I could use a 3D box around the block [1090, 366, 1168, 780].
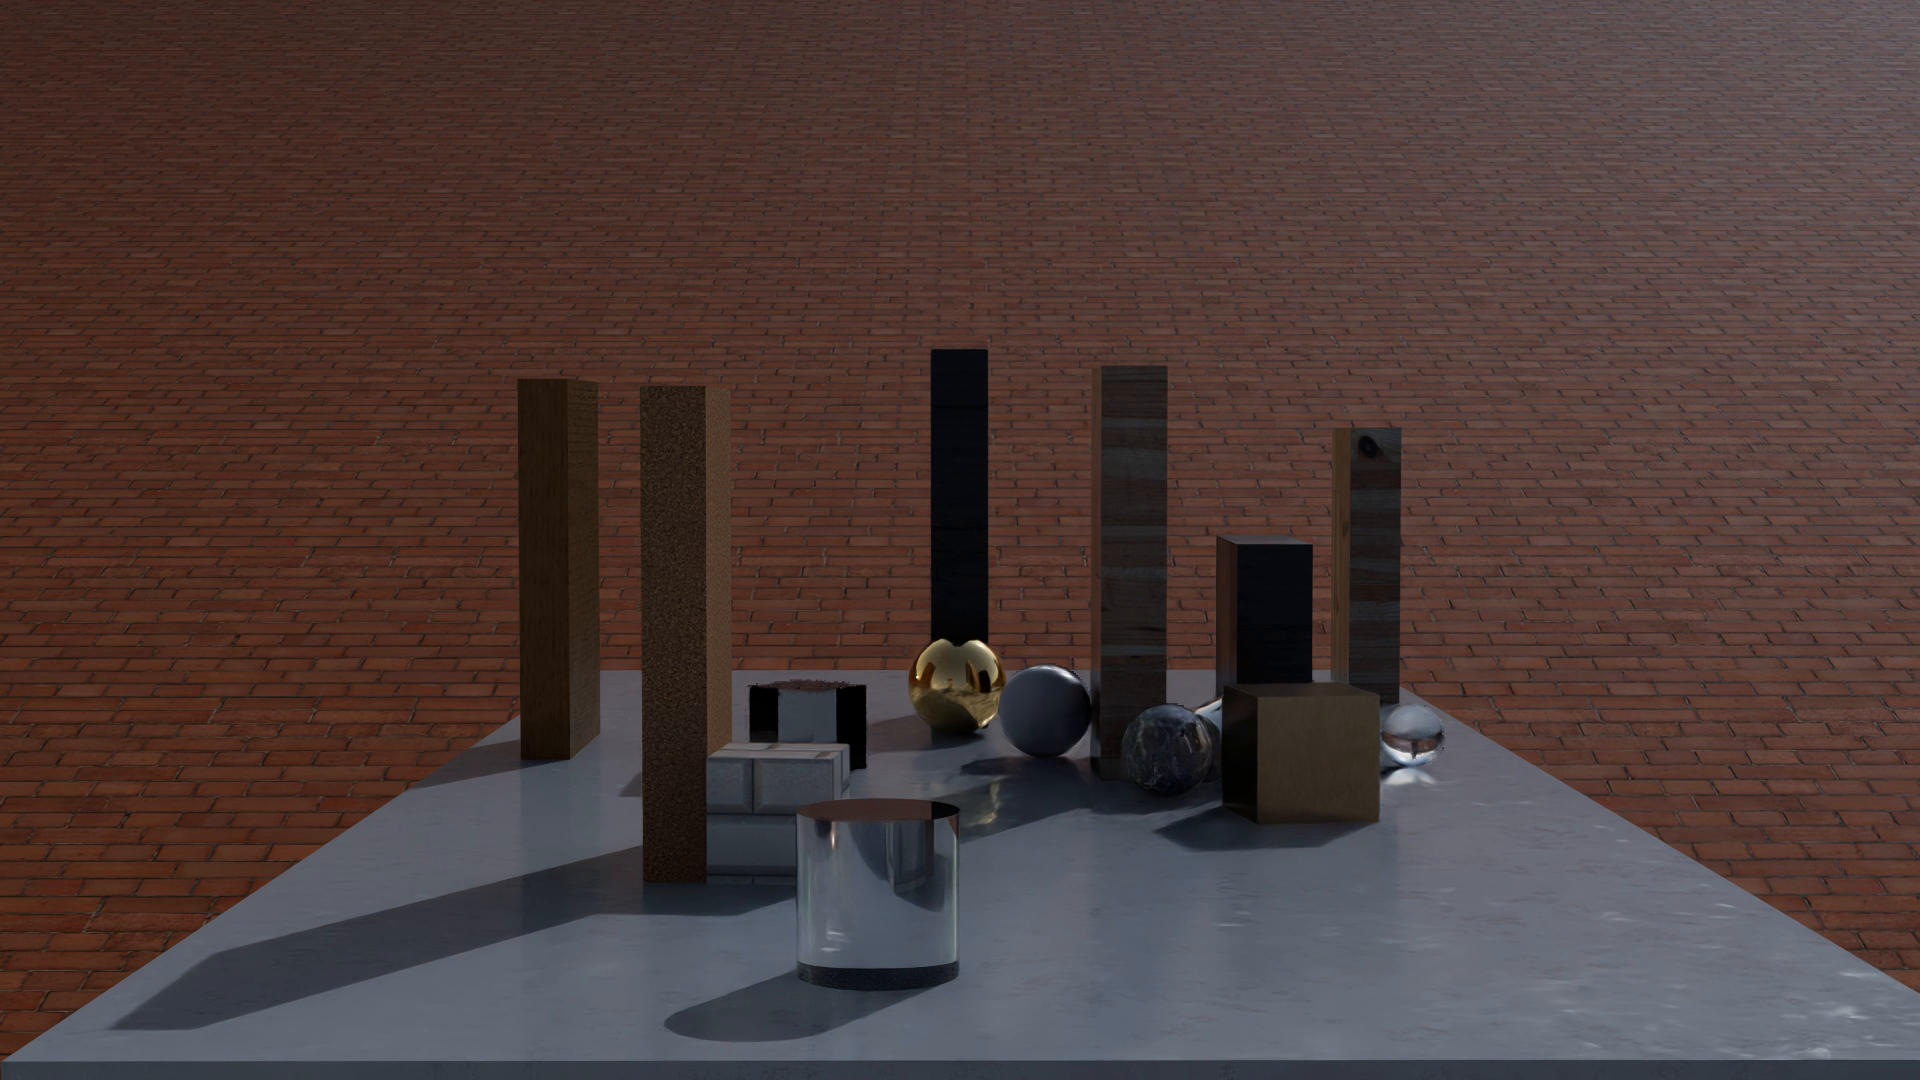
[{"bbox_3d":[0.304,0.051,4.666,0.115,0.727,0.335,0,3,0],"label":"block"}]

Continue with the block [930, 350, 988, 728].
[{"bbox_3d":[-0.001,-0.009,5.437,0.118,0.778,0.312,0,3,0],"label":"block"}]

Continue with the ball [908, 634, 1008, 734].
[{"bbox_3d":[-0.005,0.291,5.195,0.200,0.200,0.200,0,23,0],"label":"ball"}]

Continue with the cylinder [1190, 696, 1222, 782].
[{"bbox_3d":[0.459,0.345,4.519,0.127,0.127,0.127,20,28,39],"label":"cylinder"}]

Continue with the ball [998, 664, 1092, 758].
[{"bbox_3d":[0.159,0.321,4.828,0.174,0.174,0.174,0,23,0],"label":"ball"}]

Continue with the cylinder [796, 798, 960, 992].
[{"bbox_3d":[-0.094,0.401,2.934,0.187,0.187,0.187,0,3,0],"label":"cylinder"}]

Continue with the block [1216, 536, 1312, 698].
[{"bbox_3d":[0.572,0.202,4.865,0.137,0.407,0.375,0,3,0],"label":"block"}]

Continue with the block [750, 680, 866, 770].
[{"bbox_3d":[-0.275,0.340,4.670,0.151,0.151,0.151,2,3,37],"label":"block"}]

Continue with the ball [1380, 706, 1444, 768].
[{"bbox_3d":[0.823,0.358,4.689,0.113,0.113,0.113,0,23,0],"label":"ball"}]

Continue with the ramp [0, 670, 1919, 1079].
[{"bbox_3d":[0.052,0.471,4.535,2.000,0.100,4.000,0,3,0],"label":"ramp"}]

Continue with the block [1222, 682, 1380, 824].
[{"bbox_3d":[0.546,0.340,4.134,0.200,0.200,0.200,0,3,-10],"label":"block"}]

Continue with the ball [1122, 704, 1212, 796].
[{"bbox_3d":[0.349,0.354,4.333,0.154,0.154,0.154,0,23,0],"label":"ball"}]

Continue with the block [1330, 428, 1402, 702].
[{"bbox_3d":[0.927,0.051,5.887,0.113,0.616,0.278,0,3,0],"label":"block"}]

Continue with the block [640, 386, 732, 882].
[{"bbox_3d":[-0.390,0.121,3.695,0.089,0.678,0.385,0,3,0],"label":"block"}]

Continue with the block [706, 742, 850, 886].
[{"bbox_3d":[-0.251,0.379,3.582,0.172,0.172,0.172,0,3,6],"label":"block"}]

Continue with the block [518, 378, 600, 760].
[{"bbox_3d":[-0.775,0.046,4.991,0.092,0.710,0.408,0,3,0],"label":"block"}]
